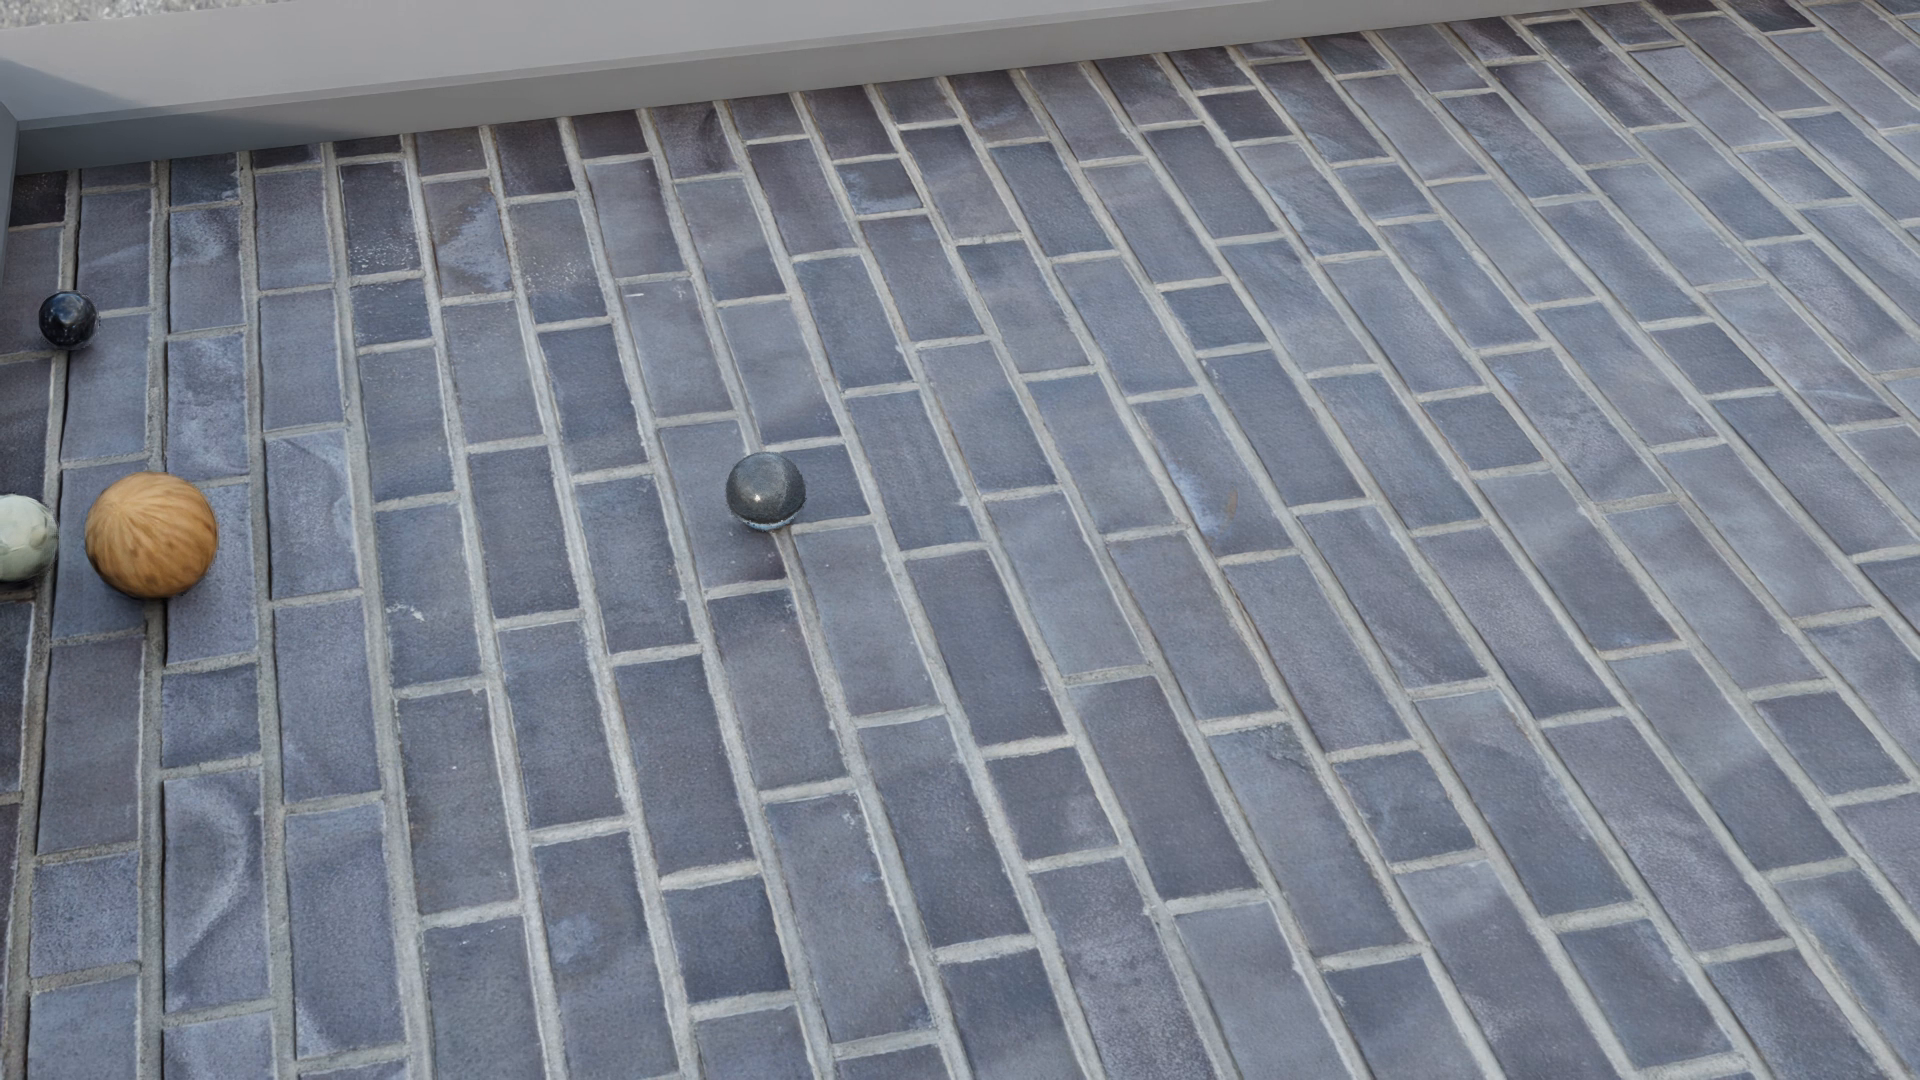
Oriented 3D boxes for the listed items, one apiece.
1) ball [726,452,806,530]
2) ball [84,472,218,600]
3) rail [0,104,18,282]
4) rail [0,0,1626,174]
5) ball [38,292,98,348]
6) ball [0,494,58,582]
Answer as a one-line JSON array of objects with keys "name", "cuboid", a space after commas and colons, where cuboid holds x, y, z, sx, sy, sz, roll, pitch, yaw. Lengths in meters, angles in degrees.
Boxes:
[{"name": "ball", "cuboid": [-0.128, -0.032, 1.687, 0.052, 0.052, 0.052, 0, 36, 0]}, {"name": "ball", "cuboid": [-0.511, -0.003, 1.622, 0.080, 0.080, 0.080, 0, 36, 0]}, {"name": "rail", "cuboid": [-0.605, 0.061, 1.493, 0.045, 0.126, 1.456, -8, 36, -11]}, {"name": "rail", "cuboid": [0.460, -0.515, 2.296, 2.589, 0.126, 0.045, -8, 36, -11]}, {"name": "ball", "cuboid": [-0.652, -0.161, 1.876, 0.041, 0.041, 0.041, 0, 36, 0]}, {"name": "ball", "cuboid": [-0.606, -0.001, 1.641, 0.056, 0.056, 0.056, 0, 36, 0]}]
